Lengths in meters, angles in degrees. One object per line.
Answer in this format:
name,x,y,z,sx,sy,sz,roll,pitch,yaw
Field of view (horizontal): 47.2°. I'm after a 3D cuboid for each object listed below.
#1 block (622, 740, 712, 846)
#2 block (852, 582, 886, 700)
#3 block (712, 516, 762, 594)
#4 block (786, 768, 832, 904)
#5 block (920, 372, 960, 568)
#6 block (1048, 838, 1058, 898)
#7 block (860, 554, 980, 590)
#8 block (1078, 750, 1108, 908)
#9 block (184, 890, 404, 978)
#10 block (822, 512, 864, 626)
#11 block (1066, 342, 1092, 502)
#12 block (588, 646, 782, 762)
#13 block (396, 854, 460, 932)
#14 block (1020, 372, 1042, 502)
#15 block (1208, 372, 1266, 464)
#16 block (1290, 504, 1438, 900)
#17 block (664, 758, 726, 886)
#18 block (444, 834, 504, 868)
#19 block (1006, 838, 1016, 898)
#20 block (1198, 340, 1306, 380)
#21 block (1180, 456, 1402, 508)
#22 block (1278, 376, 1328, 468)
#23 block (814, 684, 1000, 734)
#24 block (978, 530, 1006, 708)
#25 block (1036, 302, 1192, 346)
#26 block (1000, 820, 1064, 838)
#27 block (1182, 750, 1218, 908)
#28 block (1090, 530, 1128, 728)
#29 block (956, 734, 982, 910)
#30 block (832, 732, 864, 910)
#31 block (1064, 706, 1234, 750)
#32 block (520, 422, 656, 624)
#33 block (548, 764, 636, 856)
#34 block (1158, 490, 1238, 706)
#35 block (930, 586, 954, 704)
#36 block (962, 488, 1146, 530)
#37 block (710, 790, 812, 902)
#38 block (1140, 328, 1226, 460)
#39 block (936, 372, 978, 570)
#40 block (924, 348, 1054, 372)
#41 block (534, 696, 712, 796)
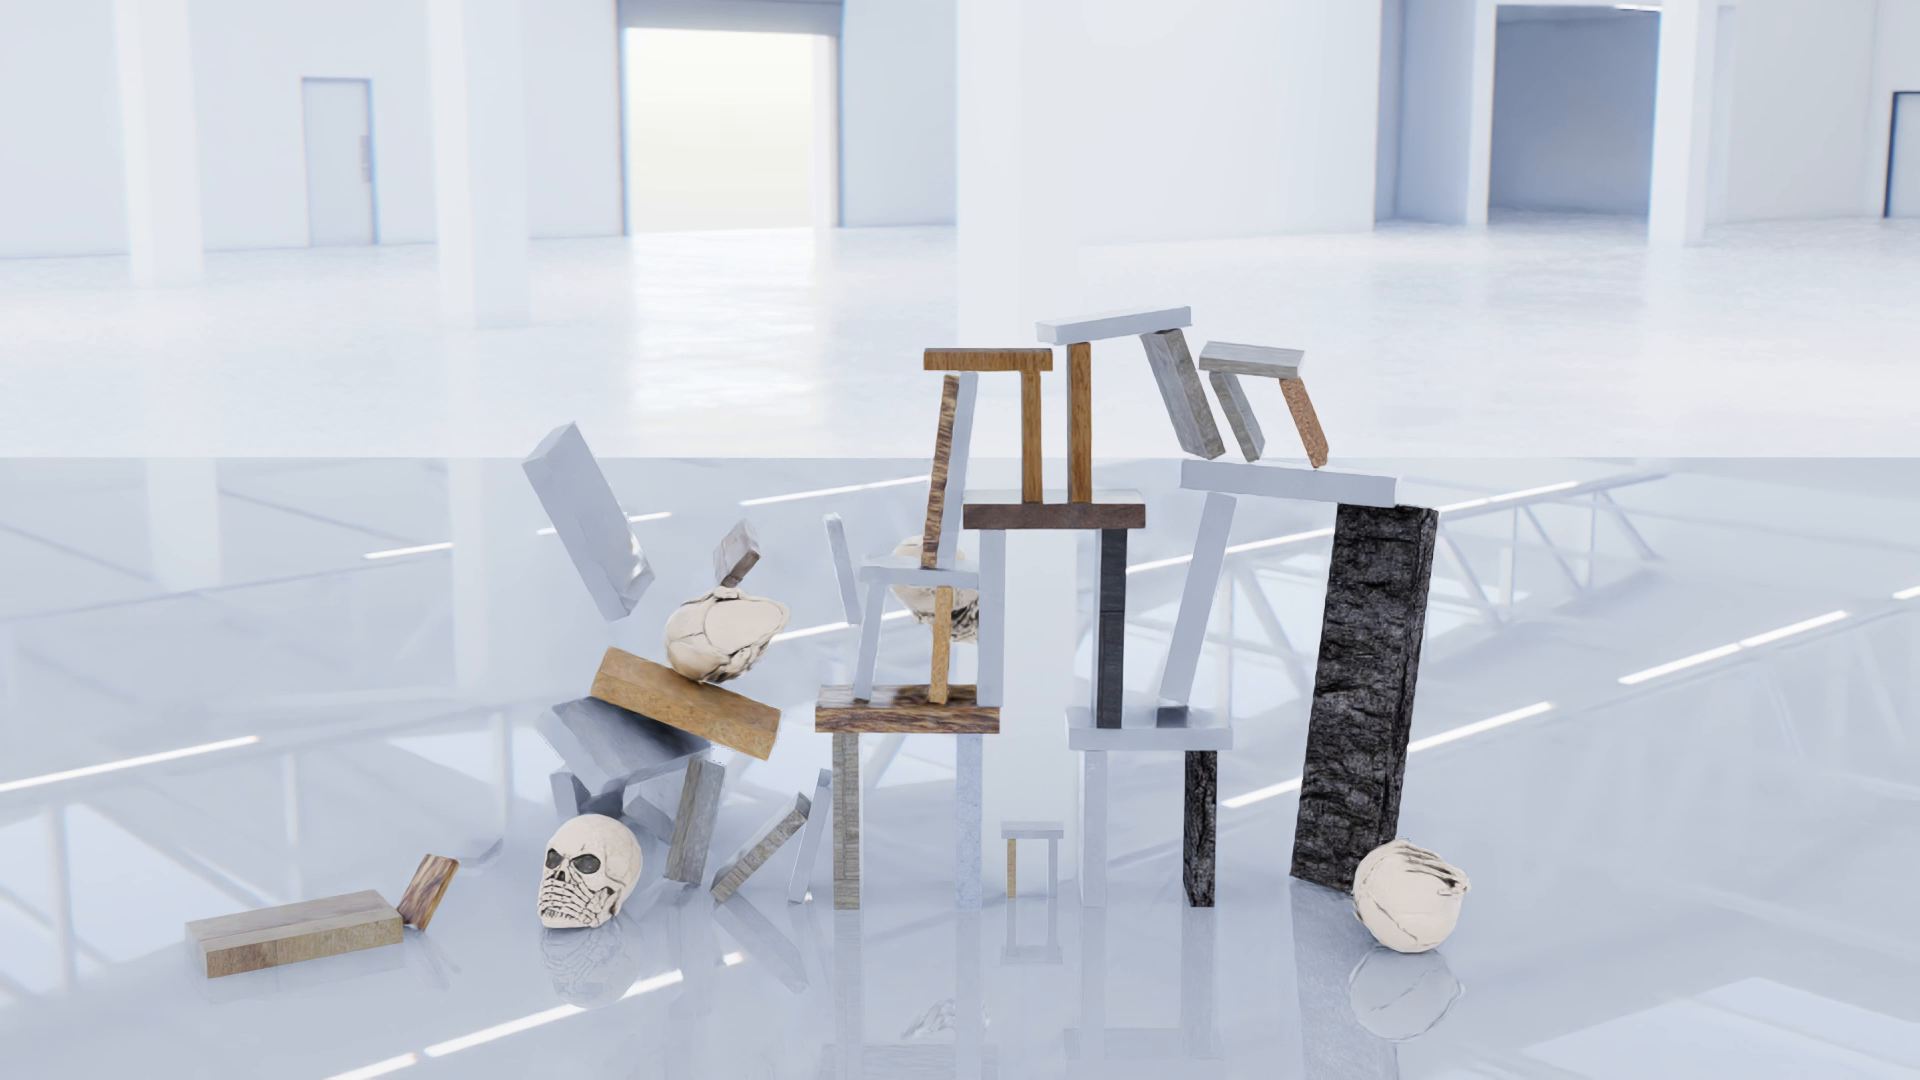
block,-0.527,0.415,3.991,0.154,0.044,0.419,40,15,-19
block,-0.148,0.157,3.590,0.027,0.191,0.095,8,7,-3
block,-0.390,0.026,3.834,0.025,0.087,0.175,39,8,-19
block,-0.246,0.490,3.653,0.029,0.202,0.101,14,10,-3
block,-0.032,-0.115,3.541,0.025,0.309,0.087,7,8,-2
block,0.154,0.539,3.664,0.015,0.103,0.051,0,11,0
block,-0.065,0.051,3.572,0.191,0.027,0.095,4,11,-1
block,0.220,0.459,3.645,0.038,0.266,0.133,0,11,0
block,-1.039,0.612,3.433,0.298,0.042,0.149,-6,12,-30
block,-0.191,0.046,3.582,0.025,0.175,0.087,-13,8,-5
block,0.191,-0.194,3.524,0.032,0.251,0.112,-1,11,-1
block,-0.452,0.269,3.643,0.309,0.044,0.154,21,11,-6
block,-0.859,0.565,3.532,0.061,0.121,0.017,6,-32,31
block,0.115,-0.171,3.528,0.029,0.204,0.102,-1,11,0
block,0.454,-0.213,3.599,0.023,0.160,0.080,-20,18,23
block,0.672,0.260,3.665,0.049,0.648,0.172,4,4,-40
block,-0.444,0.472,3.682,0.029,0.202,0.101,9,-10,16
block,-0.852,0.546,3.859,0.061,0.017,0.122,2,11,9
block,0.085,0.539,3.664,0.015,0.103,0.051,0,11,0
block,0.472,-0.291,3.557,0.160,0.023,0.080,7,26,15
block,0.549,-0.098,3.633,0.345,0.049,0.172,6,6,14
block,0.560,-0.204,3.581,0.023,0.160,0.080,-19,20,19
block,-0.084,0.277,3.608,0.298,0.042,0.149,0,11,1
block,0.051,0.113,3.581,0.041,0.290,0.145,1,11,0
block,0.245,-0.346,3.518,0.225,0.032,0.112,-10,11,-13
block,0.119,0.481,3.653,0.103,0.015,0.051,0,11,0
block,0.398,0.459,3.646,0.038,0.265,0.133,0,10,0
block,0.242,0.131,3.586,0.041,0.327,0.145,1,11,0
block,0.014,0.444,3.640,0.042,0.298,0.149,0,11,0
block,-0.185,0.444,3.640,0.042,0.298,0.149,0,11,0
block,0.309,0.310,3.618,0.266,0.038,0.133,0,10,0
block,-0.601,-0.029,3.579,0.042,0.298,0.149,-19,20,19
block,-0.641,0.453,3.986,0.042,0.149,0.298,-8,8,19
block,0.393,0.102,3.647,0.049,0.345,0.172,14,-5,6
block,-0.030,0.161,3.585,0.027,0.191,0.095,4,10,0
block,0.148,-0.050,3.551,0.290,0.041,0.145,0,11,-1
block,-0.331,0.510,3.656,0.029,0.202,0.101,45,7,-7
block,0.364,-0.246,3.613,0.032,0.225,0.113,-26,18,-12
block,-0.005,-0.117,3.539,0.029,0.317,0.102,7,9,-2
block,0.045,-0.288,3.508,0.204,0.029,0.102,0,9,1
block,-0.548,0.322,3.612,0.154,0.044,0.309,48,21,14
